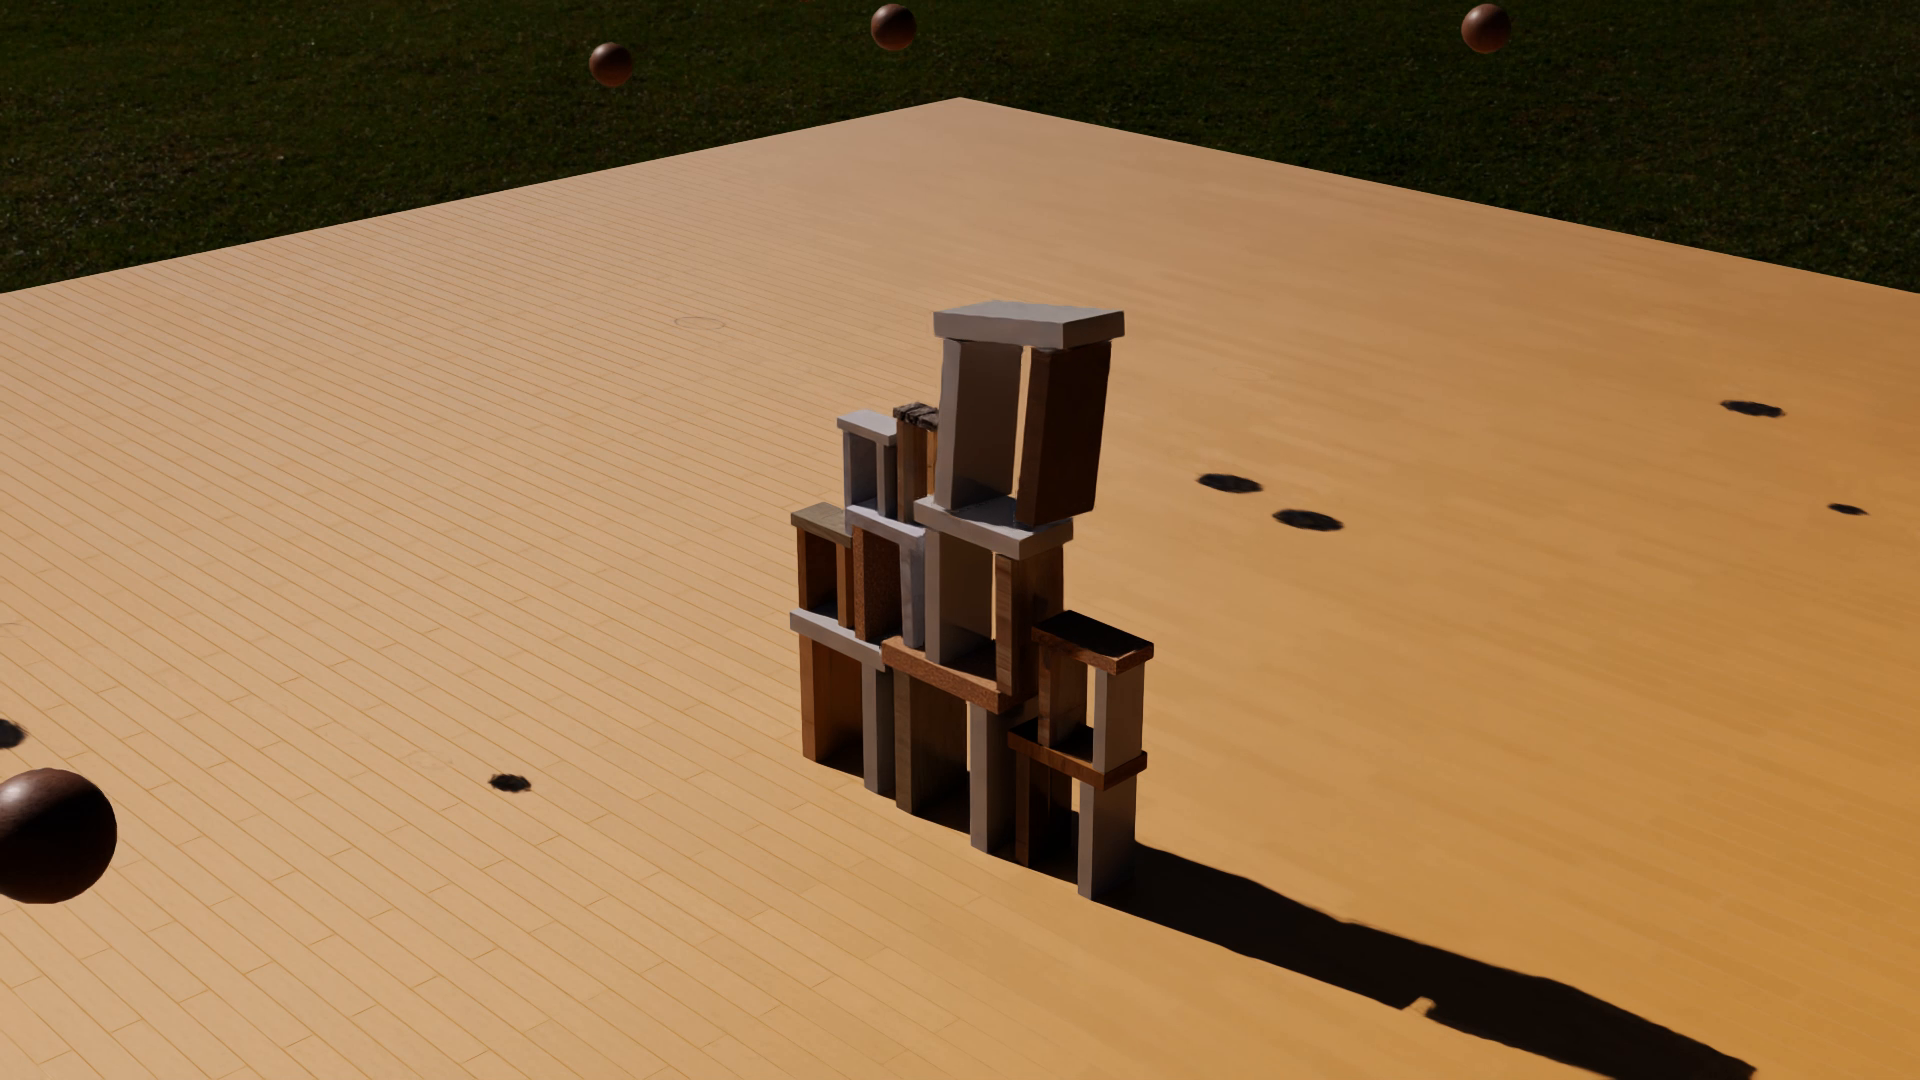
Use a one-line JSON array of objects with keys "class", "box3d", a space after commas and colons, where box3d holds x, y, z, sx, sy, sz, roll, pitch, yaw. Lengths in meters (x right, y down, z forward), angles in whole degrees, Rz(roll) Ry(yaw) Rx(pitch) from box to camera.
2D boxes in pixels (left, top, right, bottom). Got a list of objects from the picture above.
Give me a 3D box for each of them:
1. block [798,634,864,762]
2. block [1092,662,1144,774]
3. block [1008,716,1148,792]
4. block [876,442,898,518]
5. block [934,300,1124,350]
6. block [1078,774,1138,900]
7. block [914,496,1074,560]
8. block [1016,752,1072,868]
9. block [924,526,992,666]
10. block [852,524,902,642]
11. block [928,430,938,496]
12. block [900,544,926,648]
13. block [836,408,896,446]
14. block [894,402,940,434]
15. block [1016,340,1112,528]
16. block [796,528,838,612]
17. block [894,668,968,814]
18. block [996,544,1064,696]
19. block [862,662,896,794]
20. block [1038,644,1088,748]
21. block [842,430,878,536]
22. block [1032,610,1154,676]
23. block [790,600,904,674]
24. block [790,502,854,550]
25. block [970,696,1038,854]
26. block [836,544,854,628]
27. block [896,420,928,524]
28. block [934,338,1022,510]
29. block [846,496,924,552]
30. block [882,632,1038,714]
[{"class": "block", "box3d": [-0.269, 0.312, 4.655, 0.041, 0.289, 0.144, 21, 31, 41]}, {"class": "block", "box3d": [0.291, 0.315, 4.036, 0.029, 0.208, 0.104, 21, 31, 41]}, {"class": "block", "box3d": [0.221, 0.396, 4.157, 0.245, 0.035, 0.122, 21, 31, 41]}, {"class": "block", "box3d": [-0.127, -0.127, 4.309, 0.076, 0.152, 0.022, -20, 29, -39]}, {"class": "block", "box3d": [0.122, -0.389, 3.955, 0.161, 0.046, 0.321, -16, 19, -42]}, {"class": "block", "box3d": [0.278, 0.547, 4.158, 0.035, 0.245, 0.122, 21, 31, 41]}, {"class": "block", "box3d": [0.062, -0.037, 4.121, 0.142, 0.040, 0.284, -21, 29, -39]}, {"class": "block", "box3d": [0.163, 0.502, 4.264, 0.035, 0.245, 0.122, 21, 31, 41]}, {"class": "block", "box3d": [-0.002, 0.087, 4.252, 0.142, 0.284, 0.040, -21, 31, -40]}, {"class": "block", "box3d": [-0.165, 0.073, 4.428, 0.106, 0.247, 0.030, -21, 31, -41]}, {"class": "block", "box3d": [-0.033, -0.153, 4.185, 0.063, 0.127, 0.018, -18, 27, -40]}, {"class": "block", "box3d": [-0.065, 0.098, 4.321, 0.106, 0.211, 0.030, -20, 28, -39]}, {"class": "block", "box3d": [-0.162, -0.221, 4.309, 0.076, 0.022, 0.152, -20, 30, -40]}, {"class": "block", "box3d": [-0.061, -0.233, 4.189, 0.063, 0.018, 0.127, -19, 29, -41]}, {"class": "block", "box3d": [0.186, -0.195, 3.940, 0.161, 0.321, 0.046, -16, 29, -43]}, {"class": "block", "box3d": [-0.294, 0.048, 4.571, 0.026, 0.182, 0.091, 21, 31, 41]}, {"class": "block", "box3d": [-0.058, 0.381, 4.453, 0.160, 0.320, 0.045, -22, 31, -40]}, {"class": "block", "box3d": [0.131, 0.138, 4.125, 0.040, 0.284, 0.142, 23, 34, 40]}, {"class": "block", "box3d": [-0.133, 0.366, 4.529, 0.041, 0.289, 0.144, 21, 31, 41]}, {"class": "block", "box3d": [0.193, 0.277, 4.127, 0.029, 0.208, 0.104, 21, 31, 41]}, {"class": "block", "box3d": [-0.197, -0.123, 4.390, 0.022, 0.222, 0.076, 21, 31, 41]}, {"class": "block", "box3d": [0.243, 0.187, 4.035, 0.104, 0.029, 0.208, -21, 31, -41]}, {"class": "block", "box3d": [-0.201, 0.187, 4.528, 0.289, 0.041, 0.144, 21, 31, 41]}, {"class": "block", "box3d": [-0.252, -0.031, 4.491, 0.182, 0.026, 0.091, 21, 31, 41]}, {"class": "block", "box3d": [0.092, 0.439, 4.313, 0.160, 0.320, 0.045, -22, 31, -40]}, {"class": "block", "box3d": [-0.209, 0.081, 4.492, 0.091, 0.182, 0.026, -21, 31, -41]}, {"class": "block", "box3d": [-0.092, -0.139, 4.263, 0.063, 0.210, 0.018, -20, 30, -39]}, {"class": "block", "box3d": [0.035, -0.228, 4.096, 0.161, 0.321, 0.046, -16, 28, -41]}, {"class": "block", "box3d": [-0.117, -0.035, 4.325, 0.106, 0.030, 0.211, -20, 30, -39]}, {"class": "block", "box3d": [0.014, 0.243, 4.307, 0.320, 0.045, 0.160, 21, 31, 41]}]
